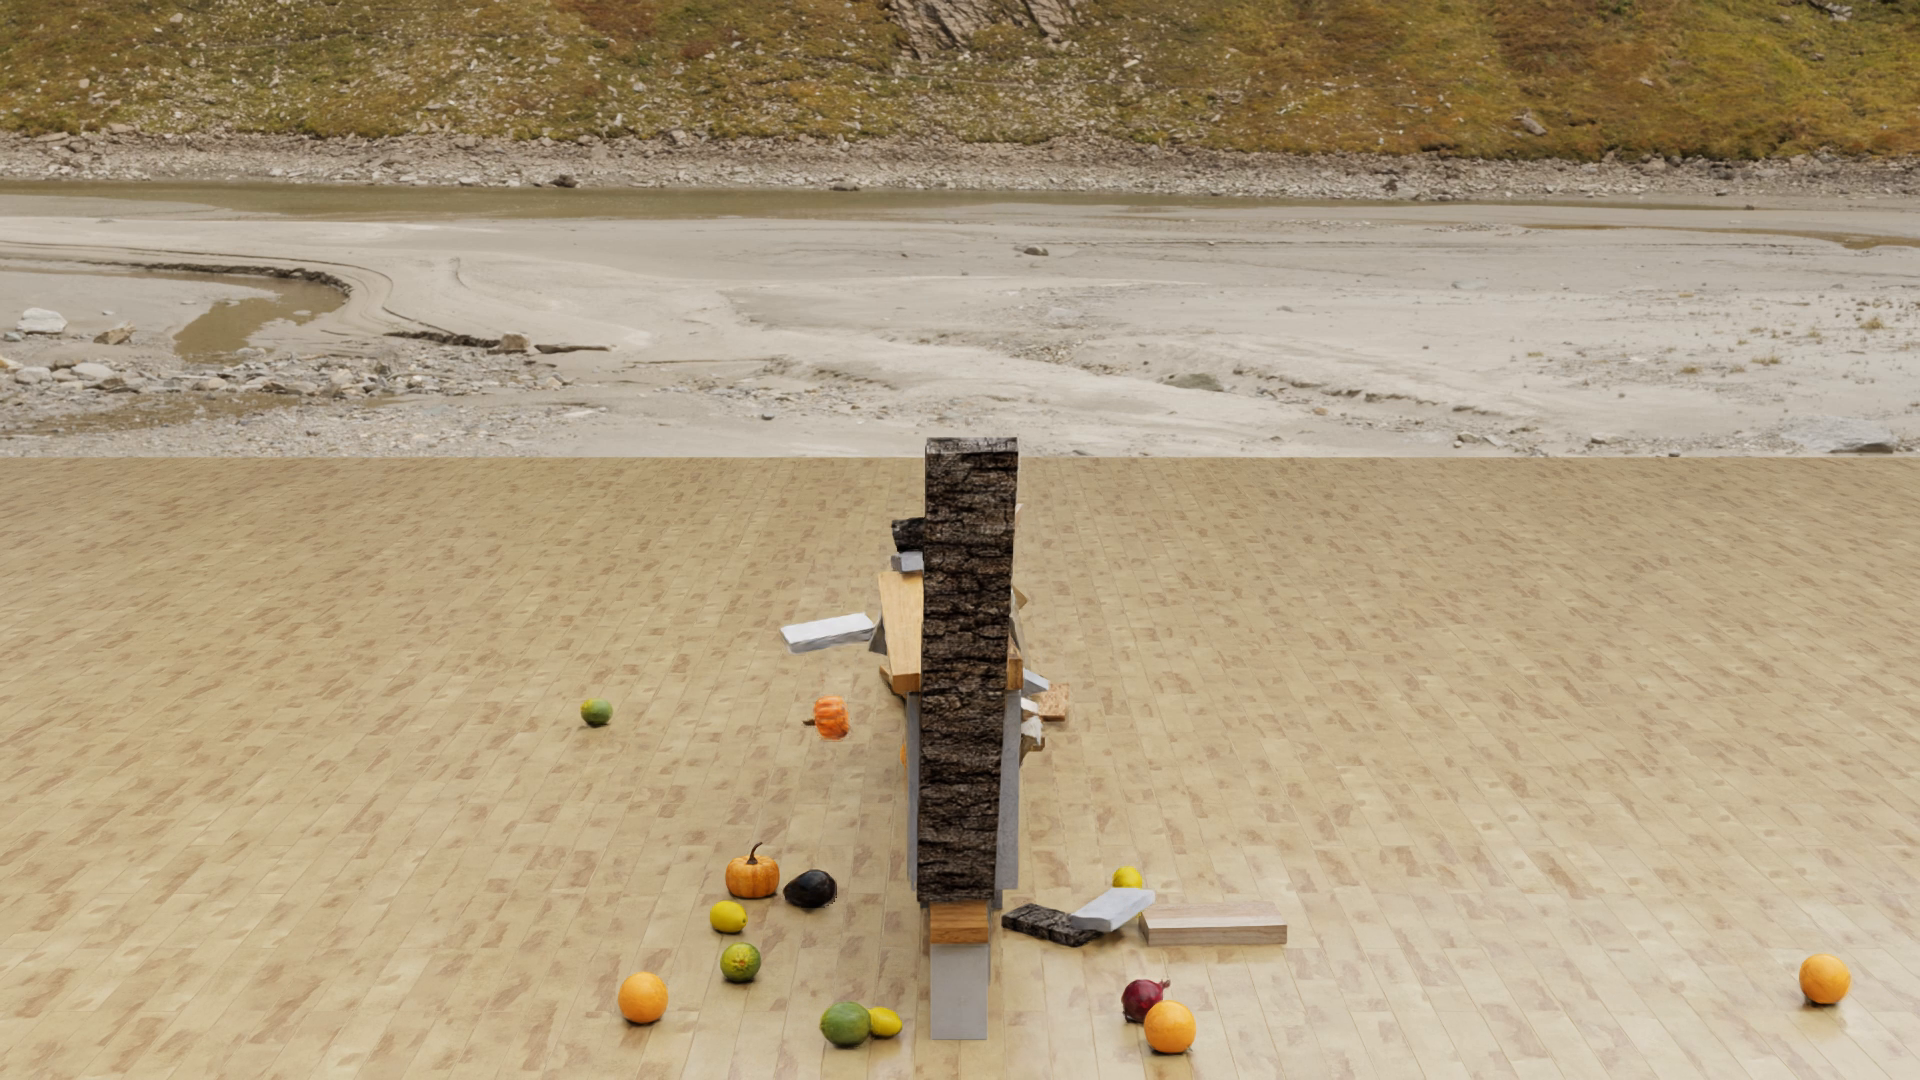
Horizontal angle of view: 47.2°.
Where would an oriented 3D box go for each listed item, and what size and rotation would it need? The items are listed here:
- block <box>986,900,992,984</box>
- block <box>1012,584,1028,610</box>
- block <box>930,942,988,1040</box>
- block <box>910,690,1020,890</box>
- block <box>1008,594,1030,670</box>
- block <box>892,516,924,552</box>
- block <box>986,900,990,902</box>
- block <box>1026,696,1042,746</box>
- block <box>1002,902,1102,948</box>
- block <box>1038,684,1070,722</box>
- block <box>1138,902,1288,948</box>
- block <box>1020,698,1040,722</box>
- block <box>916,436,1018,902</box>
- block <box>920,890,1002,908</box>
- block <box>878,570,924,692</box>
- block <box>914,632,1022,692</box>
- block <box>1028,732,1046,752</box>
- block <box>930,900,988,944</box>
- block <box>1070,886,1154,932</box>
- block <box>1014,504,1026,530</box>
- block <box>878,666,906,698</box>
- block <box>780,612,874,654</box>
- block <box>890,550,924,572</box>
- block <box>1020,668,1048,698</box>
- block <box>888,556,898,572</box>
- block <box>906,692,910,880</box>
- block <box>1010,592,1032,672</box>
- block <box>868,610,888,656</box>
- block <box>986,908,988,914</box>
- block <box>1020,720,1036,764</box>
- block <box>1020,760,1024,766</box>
[{"bbox_3d":[0.003,0.587,3.239,0.085,0.169,0.024,0,35,0],"label":"block"},{"bbox_3d":[0.070,0.071,4.531,0.085,0.024,0.171,40,-6,46],"label":"block"},{"bbox_3d":[-0.001,0.621,3.062,0.079,0.158,0.022,0,20,0],"label":"block"},{"bbox_3d":[0.006,0.350,3.113,0.154,0.308,0.044,0,21,-1],"label":"block"},{"bbox_3d":[0.033,0.164,3.647,0.141,0.040,0.282,3,-26,9],"label":"block"},{"bbox_3d":[-0.055,0.017,3.243,0.068,0.019,0.216,-7,-22,2],"label":"block"},{"bbox_3d":[0.000,0.485,3.239,0.085,0.024,0.169,0,18,-1],"label":"block"},{"bbox_3d":[0.027,0.237,3.707,0.141,0.040,0.484,1,-27,13],"label":"block"},{"bbox_3d":[0.146,0.612,3.495,0.146,0.021,0.073,9,14,39],"label":"block"},{"bbox_3d":[0.202,0.349,4.729,0.057,0.016,0.114,1,32,9],"label":"block"},{"bbox_3d":[0.399,0.608,3.486,0.218,0.031,0.109,-1,11,-4],"label":"block"},{"bbox_3d":[0.076,0.295,3.742,0.063,0.018,0.126,22,-29,-21],"label":"block"},{"bbox_3d":[0.004,0.193,2.871,0.109,0.786,0.031,-1,39,-4],"label":"block"},{"bbox_3d":[0.001,0.502,3.510,0.134,0.268,0.038,0,50,1],"label":"block"},{"bbox_3d":[-0.047,0.119,2.985,0.109,0.031,0.218,-5,38,-5],"label":"block"},{"bbox_3d":[0.001,0.168,3.157,0.154,0.044,0.308,-1,6,-3],"label":"block"},{"bbox_3d":[0.069,0.323,4.142,0.113,0.032,0.226,-5,33,-17],"label":"block"},{"bbox_3d":[-0.003,0.525,3.079,0.079,0.022,0.158,0,10,-1],"label":"block"},{"bbox_3d":[0.242,0.585,3.490,0.073,0.021,0.146,-2,10,33],"label":"block"},{"bbox_3d":[0.055,-0.009,4.447,0.085,0.024,0.234,-4,25,23],"label":"block"},{"bbox_3d":[-0.081,0.345,4.766,0.057,0.016,0.792,2,6,-12],"label":"block"},{"bbox_3d":[-0.255,0.180,4.252,0.171,0.024,0.086,-10,21,-16],"label":"block"},{"bbox_3d":[-0.057,0.029,3.105,0.068,0.019,0.136,-5,3,-8],"label":"block"},{"bbox_3d":[0.081,0.225,3.595,0.063,0.018,0.126,-21,-34,36],"label":"block"},{"bbox_3d":[-0.051,0.064,3.138,0.090,0.025,0.179,-5,23,-5],"label":"block"},{"bbox_3d":[-0.004,0.346,3.310,0.154,0.342,0.044,0,16,-1],"label":"block"},{"bbox_3d":[0.065,0.197,4.215,0.113,0.032,0.226,-9,47,-3],"label":"block"},{"bbox_3d":[-0.087,0.122,3.414,0.073,0.148,0.021,14,39,-10],"label":"block"},{"bbox_3d":[-0.001,0.602,3.165,0.079,0.158,0.022,0,21,-1],"label":"block"},{"bbox_3d":[0.023,0.399,3.774,0.124,0.247,0.035,18,33,-14],"label":"block"},{"bbox_3d":[0.069,0.396,3.882,0.064,0.018,0.128,10,-21,-7],"label":"block"}]
